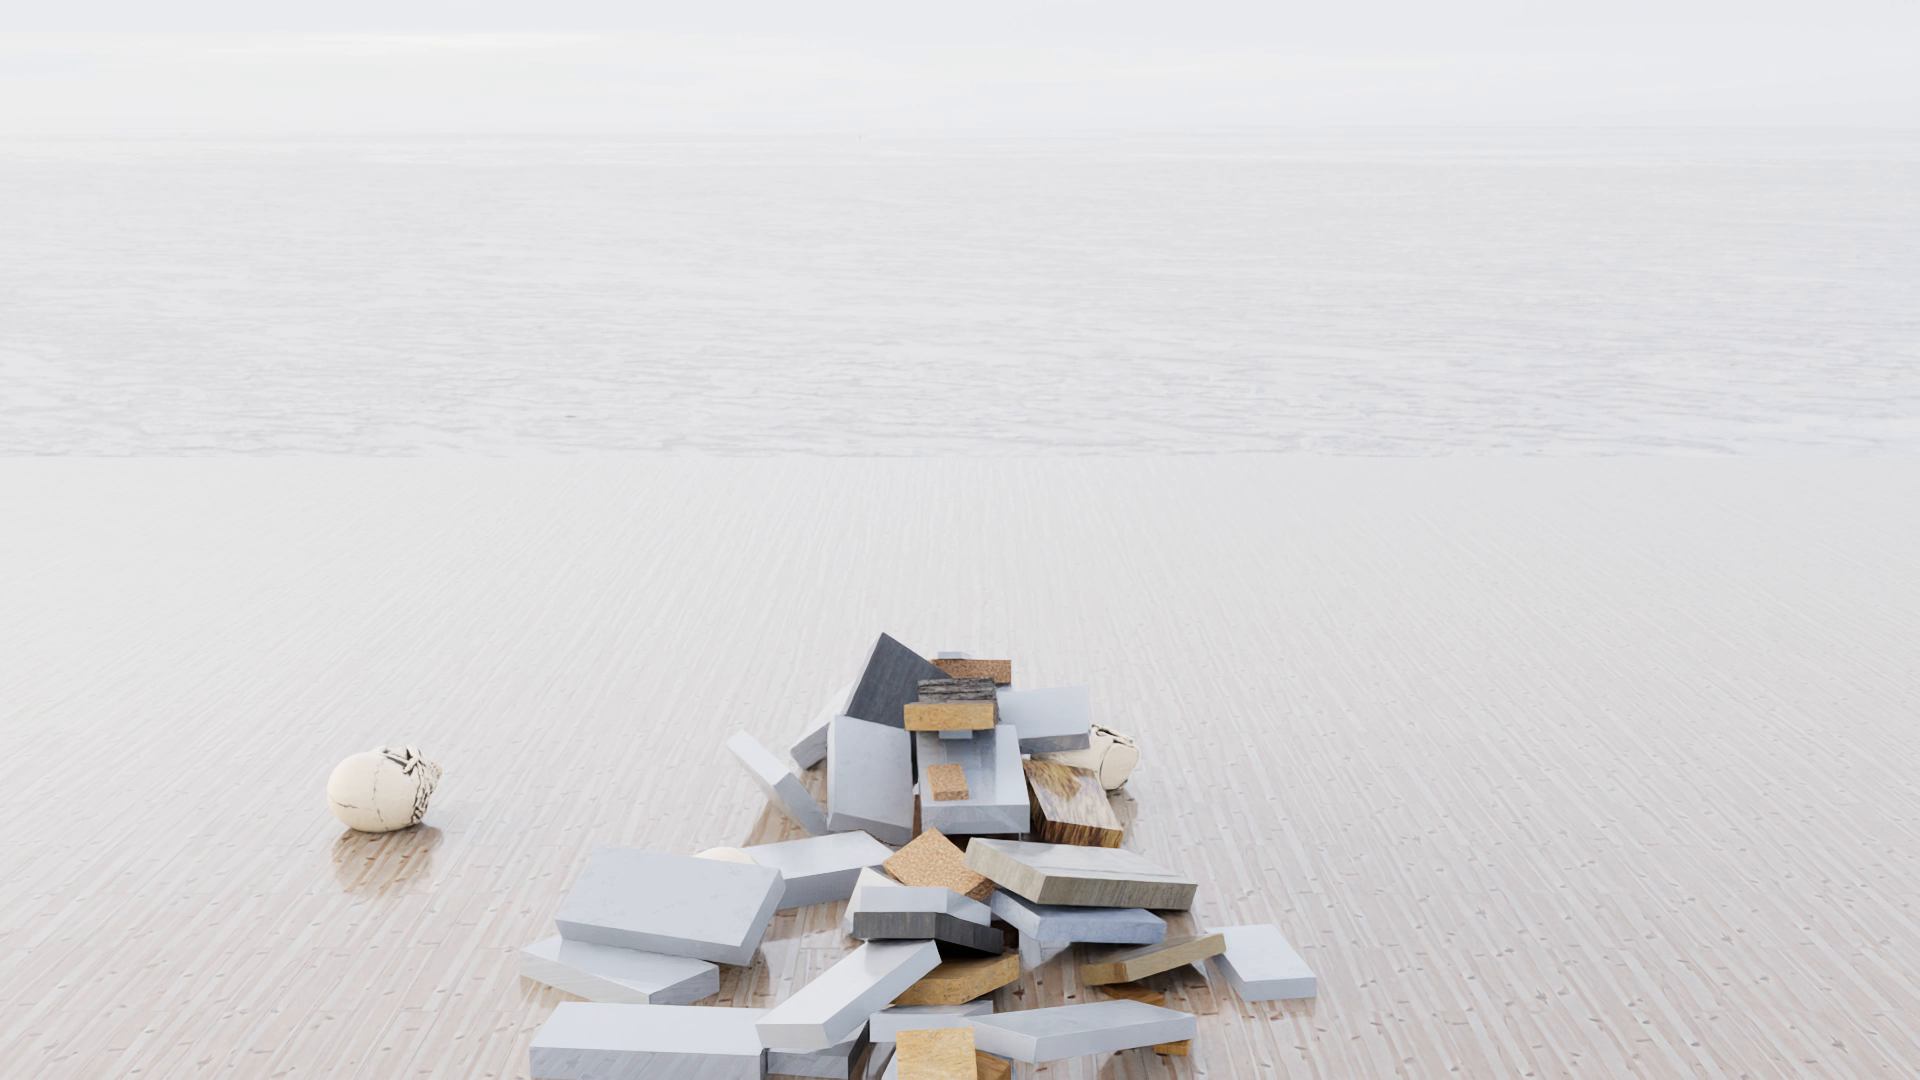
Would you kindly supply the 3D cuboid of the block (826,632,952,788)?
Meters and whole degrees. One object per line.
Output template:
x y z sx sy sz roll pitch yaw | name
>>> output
-0.132 0.339 4.314 0.180 0.051 0.360 34 31 -7 | block

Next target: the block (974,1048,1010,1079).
-0.029 0.667 2.594 0.093 0.026 0.186 16 34 29 | block

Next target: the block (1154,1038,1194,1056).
0.301 0.694 3.074 0.046 0.013 0.093 3 11 14 | block

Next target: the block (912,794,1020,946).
0.008 0.532 3.579 0.175 0.050 0.350 0 27 1 | block

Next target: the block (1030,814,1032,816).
0.056 0.485 4.019 0.145 0.021 0.072 17 29 23 | block

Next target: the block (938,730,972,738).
-0.007 0.330 3.773 0.057 0.016 0.113 -1 -3 1 | block

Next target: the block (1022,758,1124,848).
0.196 0.479 3.997 0.141 0.040 0.282 10 15 -11 | block

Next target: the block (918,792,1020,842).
0.015 0.481 3.784 0.175 0.050 0.350 -1 31 0 | block

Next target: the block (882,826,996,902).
-0.034 0.527 3.454 0.102 0.029 0.203 -34 27 -14 | block

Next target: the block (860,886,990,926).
-0.047 0.536 3.191 0.126 0.036 0.252 -2 -16 15 | block

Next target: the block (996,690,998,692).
-0.007 0.328 4.394 0.262 0.014 0.050 -12 56 -52 | block

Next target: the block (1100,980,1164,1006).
0.253 0.666 3.224 0.046 0.013 0.093 -7 12 -32 | block

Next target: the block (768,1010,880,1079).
-0.186 0.686 3.064 0.111 0.031 0.221 2 11 10 | block

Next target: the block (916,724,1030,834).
0.018 0.403 3.731 0.175 0.050 0.350 -1 17 -2 | block

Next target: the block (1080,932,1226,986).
0.290 0.627 3.291 0.203 0.029 0.102 -7 -8 -39 | block

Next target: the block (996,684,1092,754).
0.108 0.349 4.201 0.282 0.040 0.141 -6 35 9 | block

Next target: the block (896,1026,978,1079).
-0.025 0.647 2.576 0.093 0.026 0.186 -3 30 -2 | block

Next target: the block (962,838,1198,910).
0.196 0.530 3.483 0.157 0.044 0.416 21 5 40 | block

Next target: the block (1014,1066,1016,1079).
-0.007 0.685 2.864 0.141 0.040 0.283 -1 -3 -3 | block

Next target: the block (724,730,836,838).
-0.330 0.450 4.027 0.042 0.149 0.297 -40 22 -11 | block

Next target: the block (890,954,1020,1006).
-0.016 0.631 3.167 0.125 0.035 0.250 -4 -3 21 | block

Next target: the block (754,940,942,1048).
-0.150 0.617 2.996 0.125 0.035 0.250 -10 11 39 | block

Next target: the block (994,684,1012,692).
0.023 0.387 4.433 0.168 0.048 0.337 0 23 1 | block

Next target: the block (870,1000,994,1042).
-0.036 0.654 2.994 0.125 0.035 0.250 -2 -8 9 | block

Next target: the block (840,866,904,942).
-0.107 0.585 3.412 0.029 0.102 0.203 23 -4 -33 | block

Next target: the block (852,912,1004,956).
-0.043 0.569 3.175 0.126 0.036 0.252 -4 -17 23 | block

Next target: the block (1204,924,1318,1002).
0.451 0.638 3.326 0.111 0.031 0.221 -2 11 -9 | block

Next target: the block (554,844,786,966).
-0.439 0.552 3.340 0.313 0.044 0.157 4 40 21 | block

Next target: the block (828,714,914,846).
-0.164 0.435 4.010 0.149 0.042 0.297 14 29 -11 | block

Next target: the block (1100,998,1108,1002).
0.197 0.681 3.143 0.046 0.013 0.093 9 14 40 | block

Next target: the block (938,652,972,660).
-0.011 0.242 4.570 0.050 0.014 0.101 -2 -7 12 | block

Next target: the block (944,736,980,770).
0.004 0.364 3.747 0.057 0.016 0.113 -1 17 -2 | block

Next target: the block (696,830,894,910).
-0.293 0.561 3.687 0.360 0.051 0.180 -5 12 -25 | block

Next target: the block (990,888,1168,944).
0.184 0.585 3.416 0.252 0.036 0.126 9 8 -35 | block

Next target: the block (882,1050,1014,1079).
-0.046 0.705 2.596 0.141 0.040 0.283 8 31 17 | block

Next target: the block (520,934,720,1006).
-0.510 0.642 3.280 0.282 0.040 0.141 8 13 38 | block

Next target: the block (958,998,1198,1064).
0.162 0.640 2.879 0.111 0.031 0.472 7 -4 31 | block

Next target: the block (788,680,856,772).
-0.219 0.345 4.577 0.180 0.051 0.475 -36 3 13 | block

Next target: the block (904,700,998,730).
-0.012 0.304 3.814 0.148 0.042 0.297 -1 -3 2 | block

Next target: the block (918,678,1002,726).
-0.001 0.332 4.074 0.145 0.041 0.291 -2 19 -2 | block

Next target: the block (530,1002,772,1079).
-0.414 0.689 3.014 0.313 0.044 0.157 1 11 5 | block

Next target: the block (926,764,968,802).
-0.020 0.400 3.627 0.057 0.016 0.113 -2 17 -7 | block

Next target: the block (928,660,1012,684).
-0.003 0.291 4.714 0.168 0.048 0.337 1 -7 -9 | block
